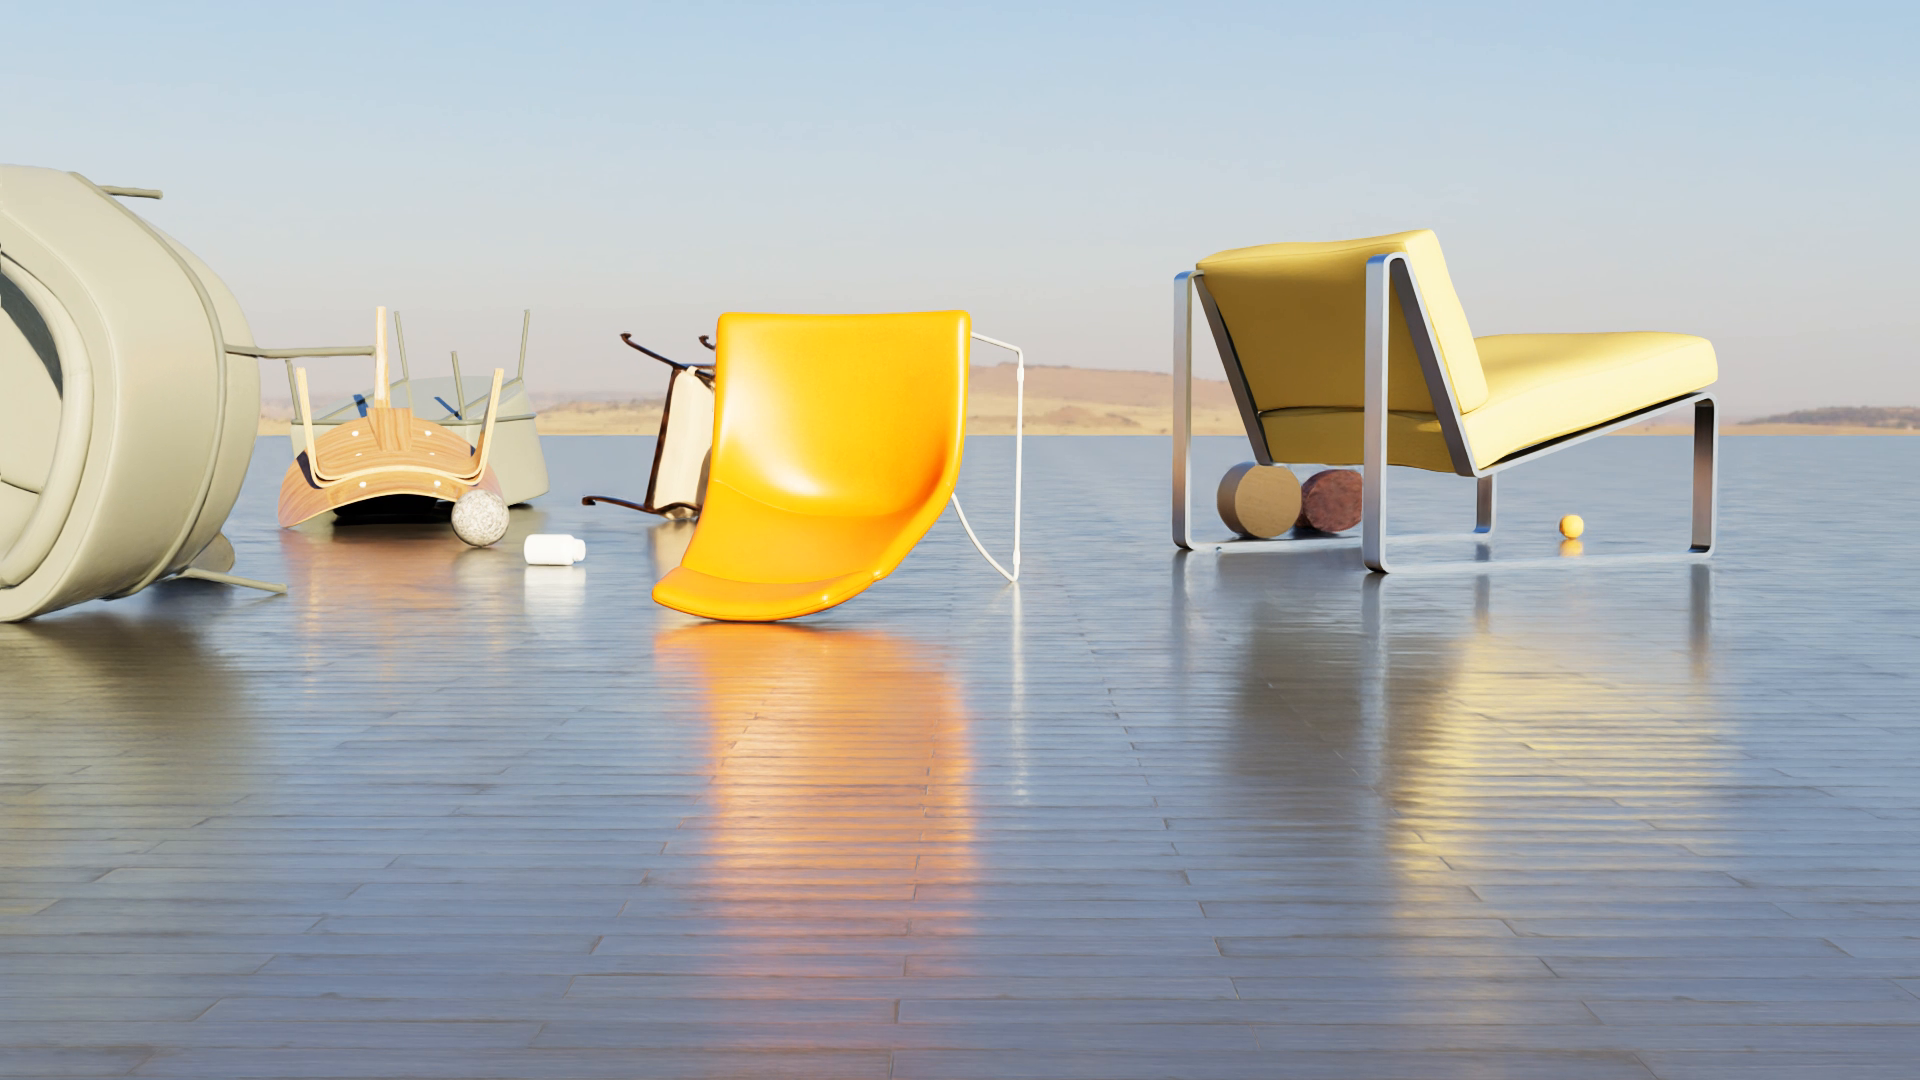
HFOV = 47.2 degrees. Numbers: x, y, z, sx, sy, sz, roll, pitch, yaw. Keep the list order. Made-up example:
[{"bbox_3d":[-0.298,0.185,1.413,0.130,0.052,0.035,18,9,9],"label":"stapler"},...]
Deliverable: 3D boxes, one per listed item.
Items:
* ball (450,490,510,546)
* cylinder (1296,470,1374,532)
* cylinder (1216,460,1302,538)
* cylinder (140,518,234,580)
[{"bbox_3d":[-1.364,-0.063,6.254,0.165,0.165,0.165,0,4,0],"label":"ball"},{"bbox_3d":[1.174,-0.123,6.917,0.235,0.184,0.105,-27,9,-9],"label":"cylinder"},{"bbox_3d":[0.907,-0.123,6.670,0.221,0.230,0.133,16,-1,-18],"label":"cylinder"},{"bbox_3d":[-1.838,0.019,5.232,0.180,0.128,0.148,35,-19,-36],"label":"cylinder"}]
